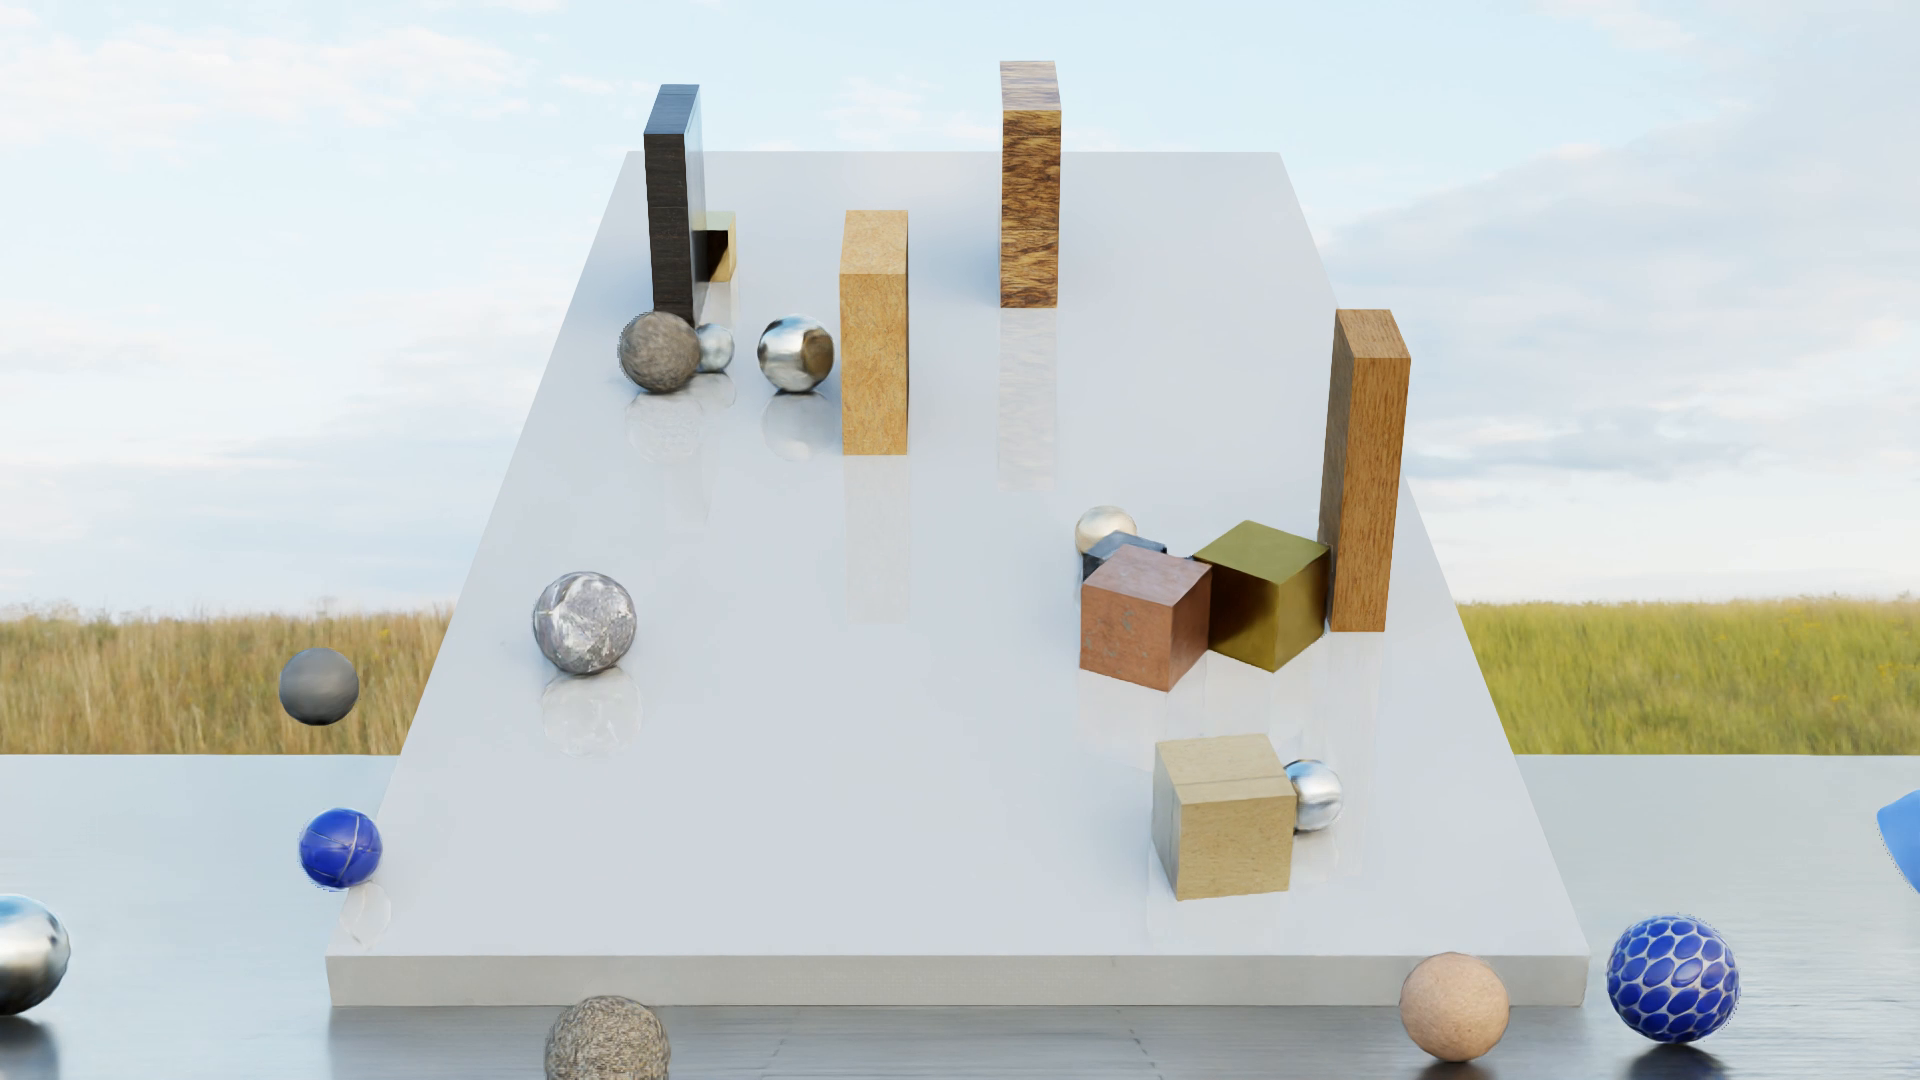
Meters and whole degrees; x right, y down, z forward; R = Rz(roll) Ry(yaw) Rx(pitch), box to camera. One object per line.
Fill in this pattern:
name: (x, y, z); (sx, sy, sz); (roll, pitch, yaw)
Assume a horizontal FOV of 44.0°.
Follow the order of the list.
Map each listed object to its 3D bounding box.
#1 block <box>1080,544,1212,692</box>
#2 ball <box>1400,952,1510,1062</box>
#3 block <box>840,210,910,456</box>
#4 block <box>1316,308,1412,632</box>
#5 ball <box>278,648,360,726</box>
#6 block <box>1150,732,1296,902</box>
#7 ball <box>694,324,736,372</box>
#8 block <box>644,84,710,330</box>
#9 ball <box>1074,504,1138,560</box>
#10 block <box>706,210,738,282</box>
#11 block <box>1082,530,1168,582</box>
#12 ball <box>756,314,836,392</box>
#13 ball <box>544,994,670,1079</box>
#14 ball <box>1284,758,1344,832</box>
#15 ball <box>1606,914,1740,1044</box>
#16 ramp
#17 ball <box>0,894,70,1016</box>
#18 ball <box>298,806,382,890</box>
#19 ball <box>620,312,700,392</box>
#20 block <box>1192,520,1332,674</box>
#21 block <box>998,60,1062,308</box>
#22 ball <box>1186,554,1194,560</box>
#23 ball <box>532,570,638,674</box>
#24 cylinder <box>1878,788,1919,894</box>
block: (0.354, 0.147, 4.533); (0.185, 0.185, 0.185); (14, 31, 25)
ball: (0.651, 0.614, 3.133); (0.142, 0.142, 0.142); (0, -5, 0)
block: (-0.193, -0.480, 5.461); (0.144, 0.437, 0.409); (0, 28, 0)
block: (0.781, -0.134, 4.643); (0.105, 0.584, 0.240); (0, 28, 0)
ball: (-1.213, 0.278, 4.499); (0.149, 0.149, 0.149); (0, -5, 0)
block: (0.433, 0.456, 3.936); (0.189, 0.189, 0.189); (-4, 28, -8)
ball: (-0.605, -0.466, 5.778); (0.117, 0.117, 0.117); (0, -5, 0)
block: (-0.714, -0.831, 6.021); (0.099, 0.539, 0.408); (0, 28, 0)
ball: (0.300, -0.007, 4.885); (0.131, 0.131, 0.131); (0, -5, 0)
block: (-0.680, -0.785, 6.358); (0.146, 0.146, 0.146); (1, 28, 2)
block: (0.329, 0.072, 4.745); (0.122, 0.122, 0.122); (17, 32, 29)
ball: (-0.390, -0.445, 5.664); (0.186, 0.186, 0.186); (0, -5, 0)
ball: (-0.389, 0.572, 2.624); (0.138, 0.138, 0.138); (0, -5, 0)
ball: (0.591, 0.434, 4.049); (0.124, 0.124, 0.124); (0, -5, 0)
ball: (0.994, 0.612, 3.320); (0.179, 0.179, 0.179); (0, -5, 0)
ramp: (-0.011, -0.225, 5.552); (2.000, 0.100, 4.000); (0, 28, 0)
ball: (-1.469, 0.639, 3.663); (0.186, 0.186, 0.186); (0, -5, 0)
ball: (-1.014, 0.504, 3.896); (0.134, 0.134, 0.134); (0, -5, 0)
ball: (-0.714, -0.448, 5.661); (0.191, 0.191, 0.191); (0, -5, 0)
block: (0.580, 0.106, 4.604); (0.192, 0.192, 0.192); (20, 33, 33)
block: (0.178, -0.937, 6.240); (0.147, 0.529, 0.438); (0, 28, 0)
ball: (0.480, 0.083, 4.730); (0.115, 0.115, 0.115); (0, -5, 0)
ball: (-0.709, 0.156, 4.499); (0.195, 0.195, 0.195); (0, -5, 0)
cylinder: (1.844, 0.539, 4.382); (0.208, 0.208, 0.208); (-36, -23, 28)
